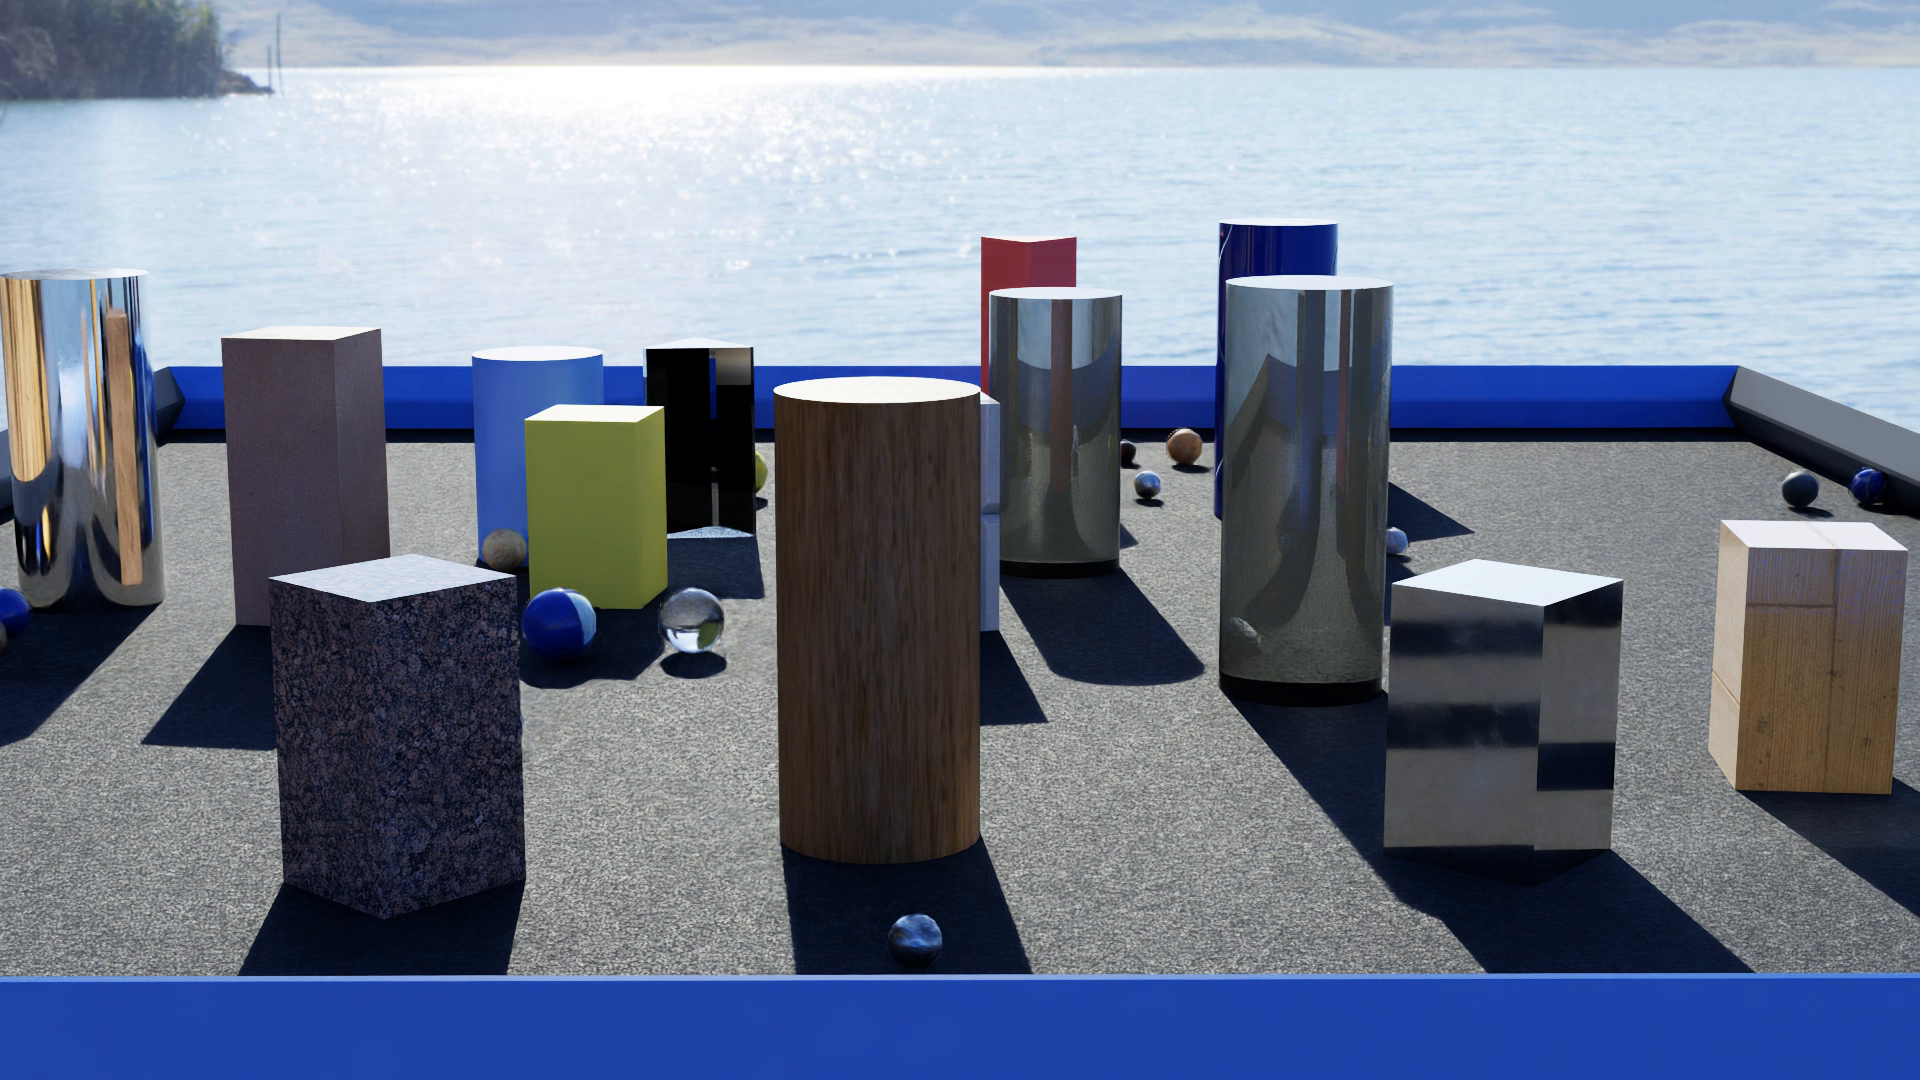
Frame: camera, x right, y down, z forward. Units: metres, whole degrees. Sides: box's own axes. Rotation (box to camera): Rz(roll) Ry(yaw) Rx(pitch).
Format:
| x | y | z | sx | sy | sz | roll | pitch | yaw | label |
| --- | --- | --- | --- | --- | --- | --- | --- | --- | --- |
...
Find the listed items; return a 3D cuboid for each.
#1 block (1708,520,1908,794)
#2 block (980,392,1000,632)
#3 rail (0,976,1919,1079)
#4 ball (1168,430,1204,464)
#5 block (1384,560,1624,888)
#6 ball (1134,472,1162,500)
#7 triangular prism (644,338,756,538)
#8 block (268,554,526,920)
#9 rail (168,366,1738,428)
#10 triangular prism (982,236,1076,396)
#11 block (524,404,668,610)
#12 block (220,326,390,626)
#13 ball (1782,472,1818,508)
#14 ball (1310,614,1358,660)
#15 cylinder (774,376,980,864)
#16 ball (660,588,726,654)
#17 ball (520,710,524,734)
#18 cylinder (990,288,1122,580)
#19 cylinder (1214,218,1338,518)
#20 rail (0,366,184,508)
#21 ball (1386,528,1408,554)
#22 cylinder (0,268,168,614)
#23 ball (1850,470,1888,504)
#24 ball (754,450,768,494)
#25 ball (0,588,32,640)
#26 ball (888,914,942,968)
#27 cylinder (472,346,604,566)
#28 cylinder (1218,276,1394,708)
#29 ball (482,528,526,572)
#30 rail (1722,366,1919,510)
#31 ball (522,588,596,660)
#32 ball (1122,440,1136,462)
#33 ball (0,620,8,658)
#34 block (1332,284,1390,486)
| x | y | z | sx | sy | sz | roll | pitch | yaw | label |
| --- | --- | --- | --- | --- | --- | --- | --- | --- | --- |
| 0.872 | 0.118 | 2.649 | 0.154 | 0.251 | 0.154 | 1 | 11 | 6 | block |
| -0.039 | -0.040 | 3.369 | 0.154 | 0.297 | 0.154 | -2 | 11 | -11 | block |
| 0.010 | 0.349 | 1.746 | 3.166 | 0.125 | 0.045 | 0 | 11 | 0 | rail |
| 0.414 | -0.171 | 4.711 | 0.065 | 0.065 | 0.065 | 0 | 11 | 0 | ball |
| 0.503 | 0.165 | 2.377 | 0.154 | 0.258 | 0.154 | 9 | 14 | 39 | block |
| 0.316 | -0.093 | 4.338 | 0.047 | 0.047 | 0.047 | 0 | 11 | 0 | ball |
| -0.411 | -0.163 | 4.036 | 0.166 | 0.296 | 0.144 | -1 | 11 | -7 | triangular prism |
| -0.501 | 0.170 | 2.291 | 0.154 | 0.279 | 0.154 | 10 | 14 | 42 | block |
| -0.010 | -0.285 | 5.152 | 3.166 | 0.125 | 0.045 | 0 | 11 | 0 | rail |
| 0.100 | -0.322 | 4.540 | 0.144 | 0.424 | 0.166 | 7 | 12 | 32 | triangular prism |
| -0.498 | -0.048 | 3.527 | 0.154 | 0.255 | 0.154 | 1 | 11 | 7 | block |
| -0.862 | -0.086 | 3.398 | 0.154 | 0.378 | 0.154 | 2 | 11 | 10 | block |
| 1.394 | -0.084 | 4.257 | 0.059 | 0.059 | 0.059 | 0 | 11 | 0 | ball |
| 0.462 | 0.120 | 3.167 | 0.057 | 0.057 | 0.057 | 0 | 11 | 0 | ball |
| -0.077 | 0.071 | 2.418 | 0.192 | 0.428 | 0.192 | 0 | 11 | 0 | cylinder |
| -0.334 | 0.101 | 3.204 | 0.082 | 0.082 | 0.082 | 0 | 11 | 0 | ball |
| -0.495 | 0.198 | 2.748 | 0.058 | 0.058 | 0.058 | 0 | 11 | 0 | ball |
| 0.138 | -0.158 | 3.725 | 0.192 | 0.400 | 0.192 | 0 | 11 | 0 | cylinder |
| 0.510 | -0.276 | 4.154 | 0.192 | 0.476 | 0.192 | 0 | 11 | 0 | cylinder |
| -1.559 | 0.034 | 3.440 | 0.045 | 0.125 | 3.512 | 0 | 11 | 0 | rail |
| 0.650 | 0.002 | 3.847 | 0.040 | 0.040 | 0.040 | 0 | 11 | 0 | ball |
| -1.189 | -0.137 | 3.483 | 0.192 | 0.447 | 0.192 | 0 | 11 | 0 | cylinder |
| 1.517 | -0.088 | 4.282 | 0.059 | 0.059 | 0.059 | 0 | 11 | 0 | ball |
| -0.369 | -0.116 | 4.357 | 0.085 | 0.085 | 0.085 | 0 | 11 | 0 | ball |
| -1.221 | 0.095 | 3.270 | 0.069 | 0.069 | 0.069 | 0 | 11 | 0 | ball |
| -0.036 | 0.327 | 2.091 | 0.044 | 0.044 | 0.044 | 0 | 11 | 0 | ball |
| -0.625 | -0.127 | 3.824 | 0.192 | 0.303 | 0.192 | 0 | 11 | 0 | cylinder |
| 0.401 | -0.061 | 2.988 | 0.192 | 0.478 | 0.192 | 0 | 11 | 0 | cylinder |
| -0.660 | 0.014 | 3.717 | 0.064 | 0.064 | 0.064 | 0 | 11 | 0 | ball |
| 1.559 | 0.030 | 3.458 | 0.045 | 0.125 | 3.512 | 0 | 11 | 0 | rail |
| -0.494 | 0.104 | 3.165 | 0.090 | 0.090 | 0.090 | 0 | 11 | 0 | ball |
| 0.304 | -0.163 | 4.730 | 0.041 | 0.041 | 0.041 | 0 | 11 | 0 | ball |
| -1.194 | 0.122 | 3.112 | 0.074 | 0.074 | 0.074 | 0 | 11 | 0 | ball |
| 0.647 | -0.277 | 4.542 | 0.154 | 0.334 | 0.154 | -7 | 13 | -34 | block |
